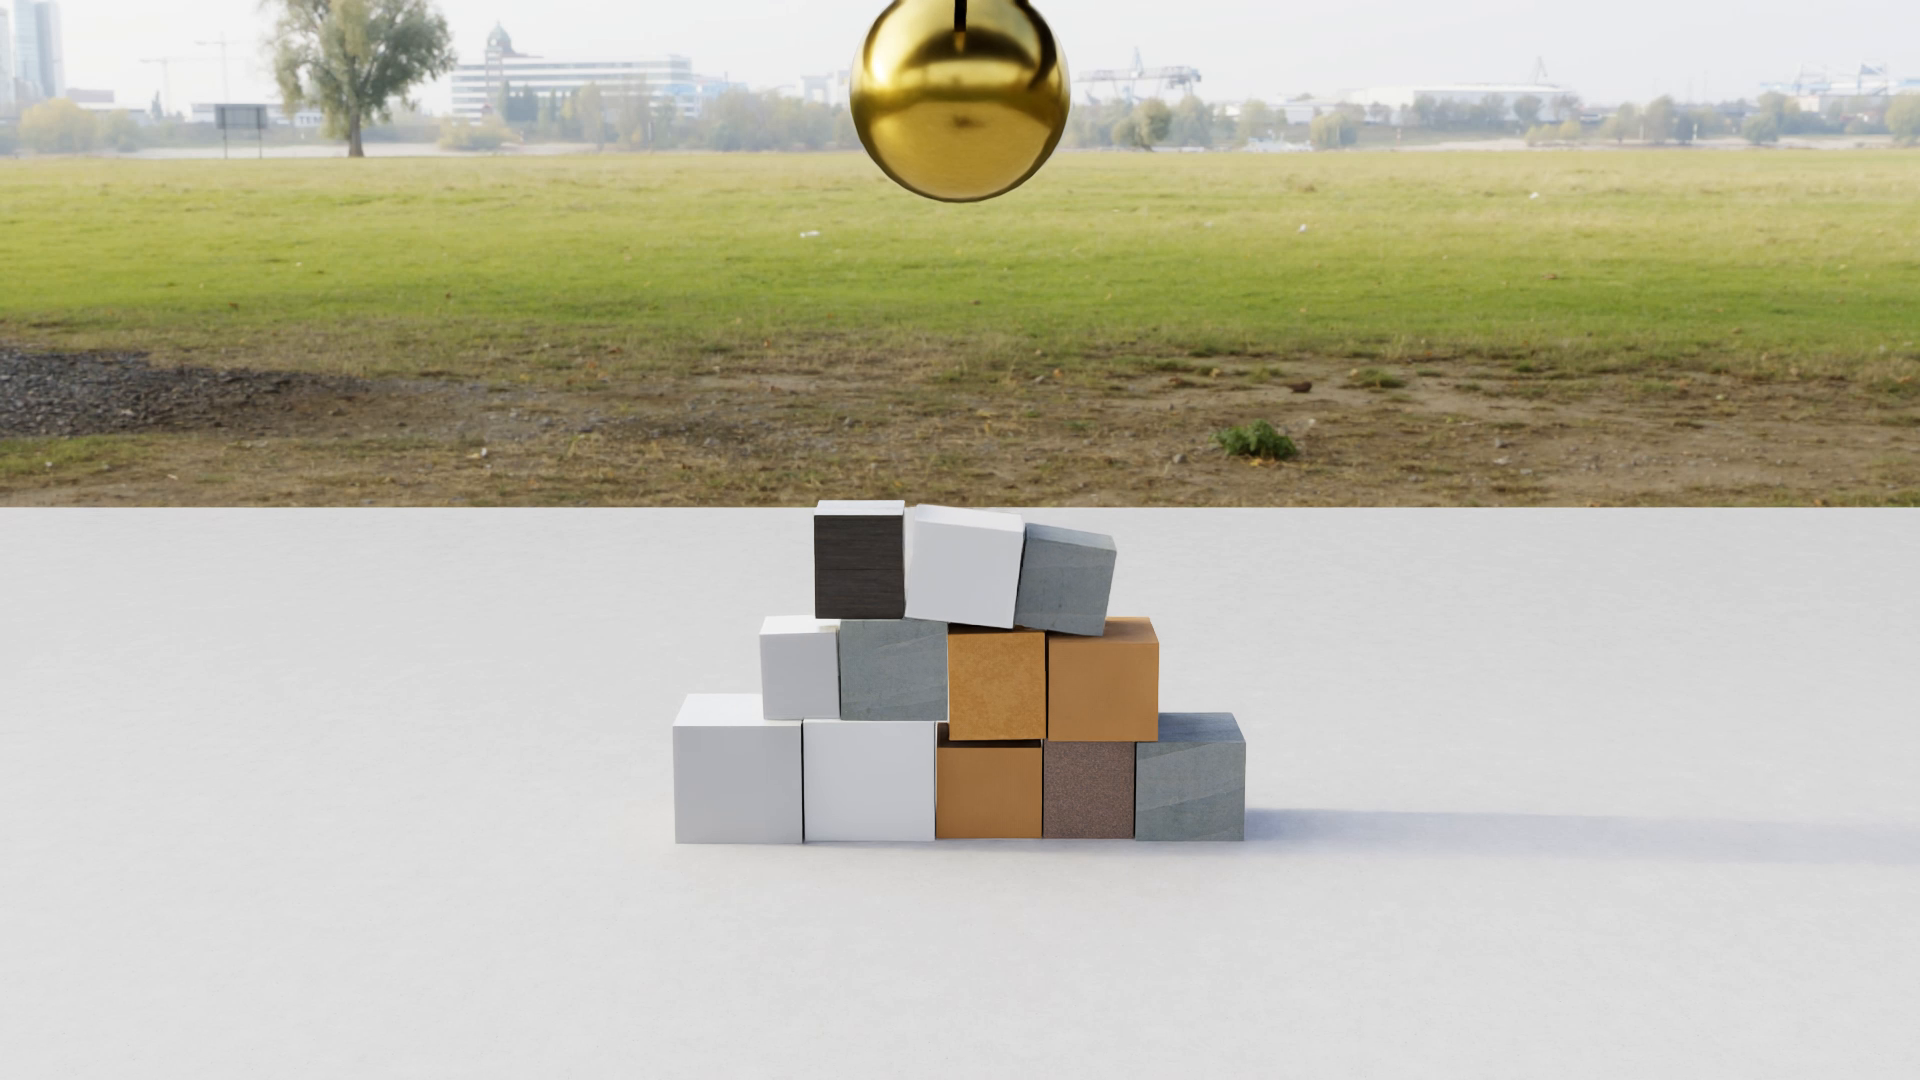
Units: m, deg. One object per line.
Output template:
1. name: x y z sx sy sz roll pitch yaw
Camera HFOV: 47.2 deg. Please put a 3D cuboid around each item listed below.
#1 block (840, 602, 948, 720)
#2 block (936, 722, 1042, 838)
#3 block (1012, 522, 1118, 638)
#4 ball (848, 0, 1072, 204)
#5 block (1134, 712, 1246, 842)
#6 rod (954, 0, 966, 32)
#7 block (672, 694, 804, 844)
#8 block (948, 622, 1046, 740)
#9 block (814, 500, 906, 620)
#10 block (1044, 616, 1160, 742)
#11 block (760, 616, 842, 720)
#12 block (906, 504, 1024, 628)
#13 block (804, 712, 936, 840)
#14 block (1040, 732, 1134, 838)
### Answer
1. block: -0.331 0.613 11.288 0.535 0.513 0.509 0 10 0
2. block: 0.148 1.241 11.409 0.535 0.476 0.504 0 10 0
3. block: 0.527 0.200 11.232 0.454 0.452 0.436 9 10 -1
4. ball: 0.000 -3.221 15.783 1.600 1.600 1.600 0 10 0
5. block: 1.166 1.221 11.403 0.549 0.519 0.594 0 10 0
6. rod: 0.000 -4.461 12.618 0.080 0.080 5.200 0 -21 0
7. block: -1.119 1.175 11.387 0.643 0.614 0.650 0 10 0
8. block: 0.186 0.690 11.308 0.487 0.547 0.533 -1 10 0
9. block: -0.507 0.096 11.215 0.442 0.530 0.447 0 10 0
10. block: 0.719 0.707 11.306 0.549 0.505 0.623 0 10 0
11. block: -0.808 0.649 11.281 0.385 0.446 0.420 -2 10 0
12. block: 0.020 0.127 11.189 0.540 0.493 0.502 6 10 -1
13. block: -0.459 1.170 11.398 0.658 0.621 0.588 0 10 0
14. block: 0.654 1.214 11.409 0.457 0.530 0.522 0 10 0
